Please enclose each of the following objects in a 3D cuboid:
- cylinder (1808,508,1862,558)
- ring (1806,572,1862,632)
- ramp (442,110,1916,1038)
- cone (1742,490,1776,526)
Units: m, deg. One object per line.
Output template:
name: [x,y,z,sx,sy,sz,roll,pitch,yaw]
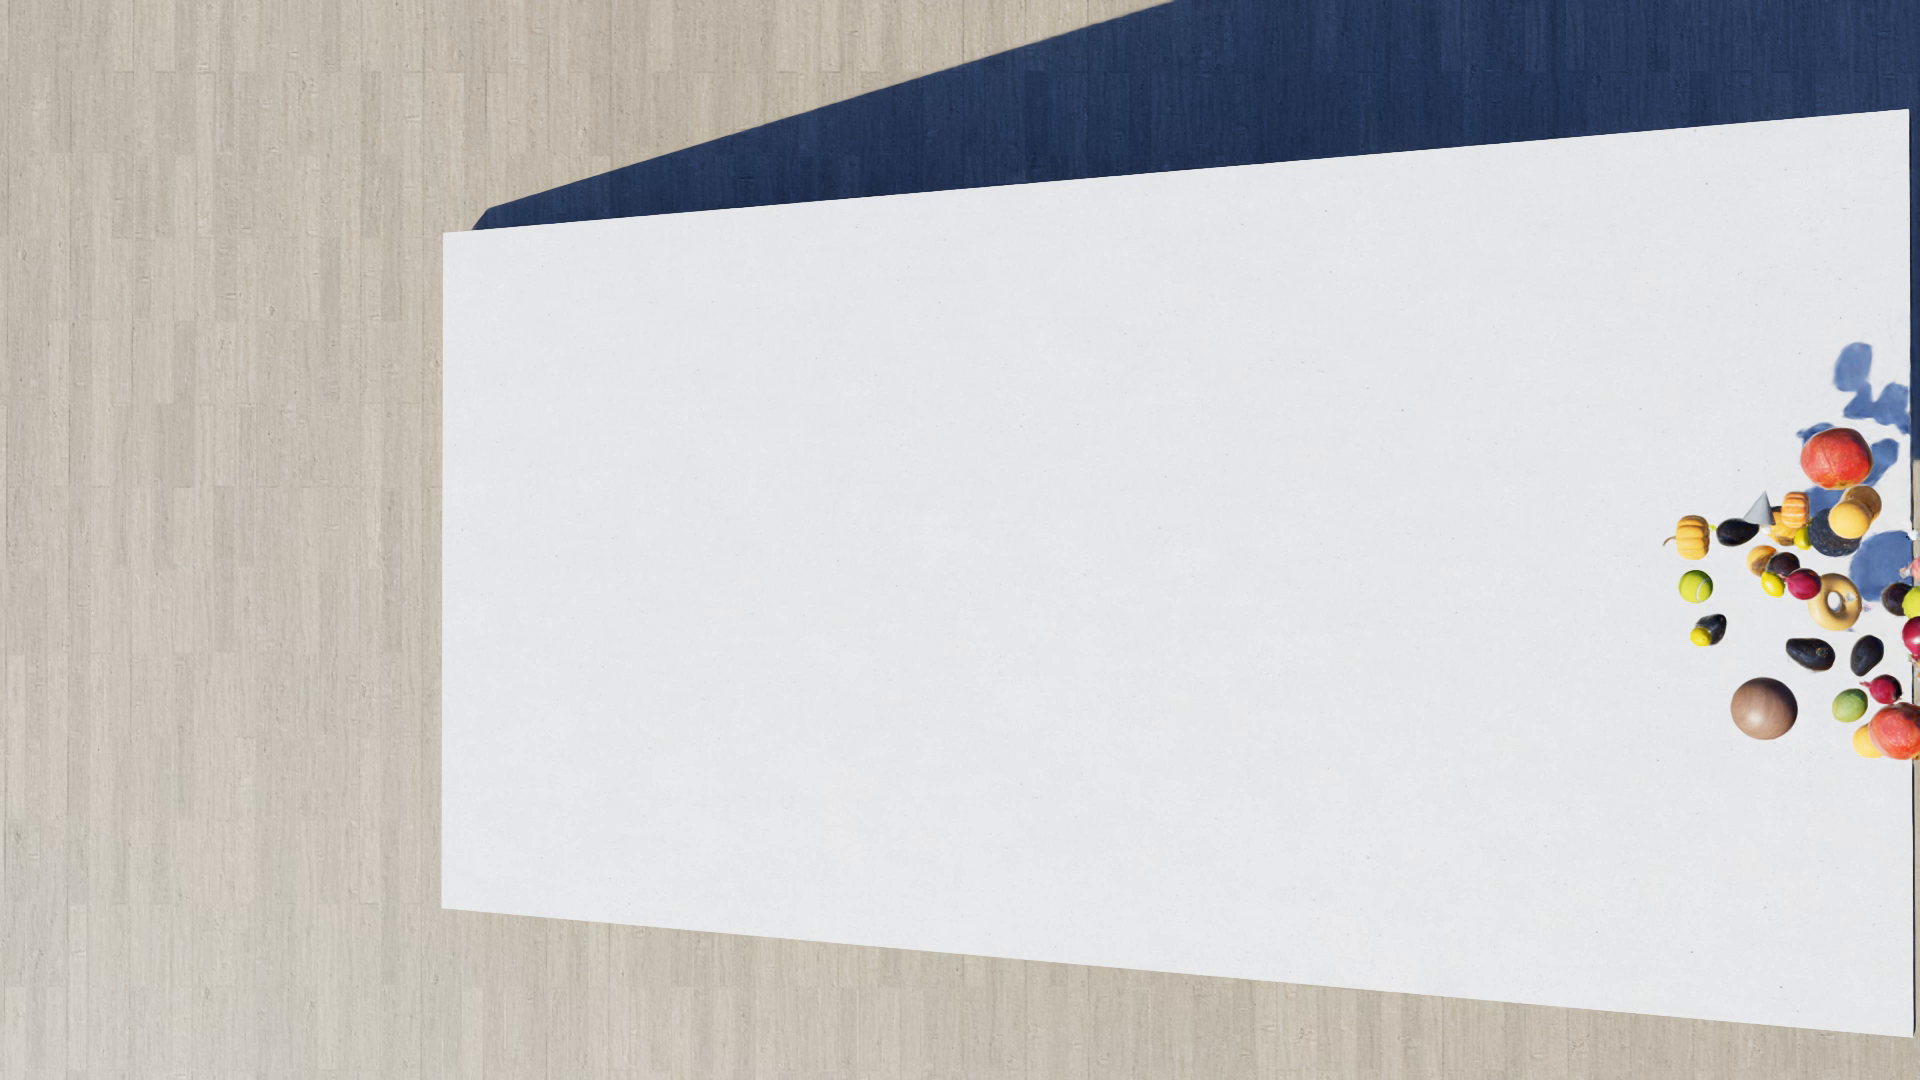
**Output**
cylinder: [1.699,-0.013,4.266,0.097,0.097,0.097,-1,87,23]
ring: [1.710,0.121,4.299,0.117,0.039,0.117,3,80,-16]
ramp: [0.280,0.080,5.672,4.000,0.100,2.000,0,89,26]
cone: [1.654,-0.071,4.532,0.067,0.067,0.067,5,105,0]
